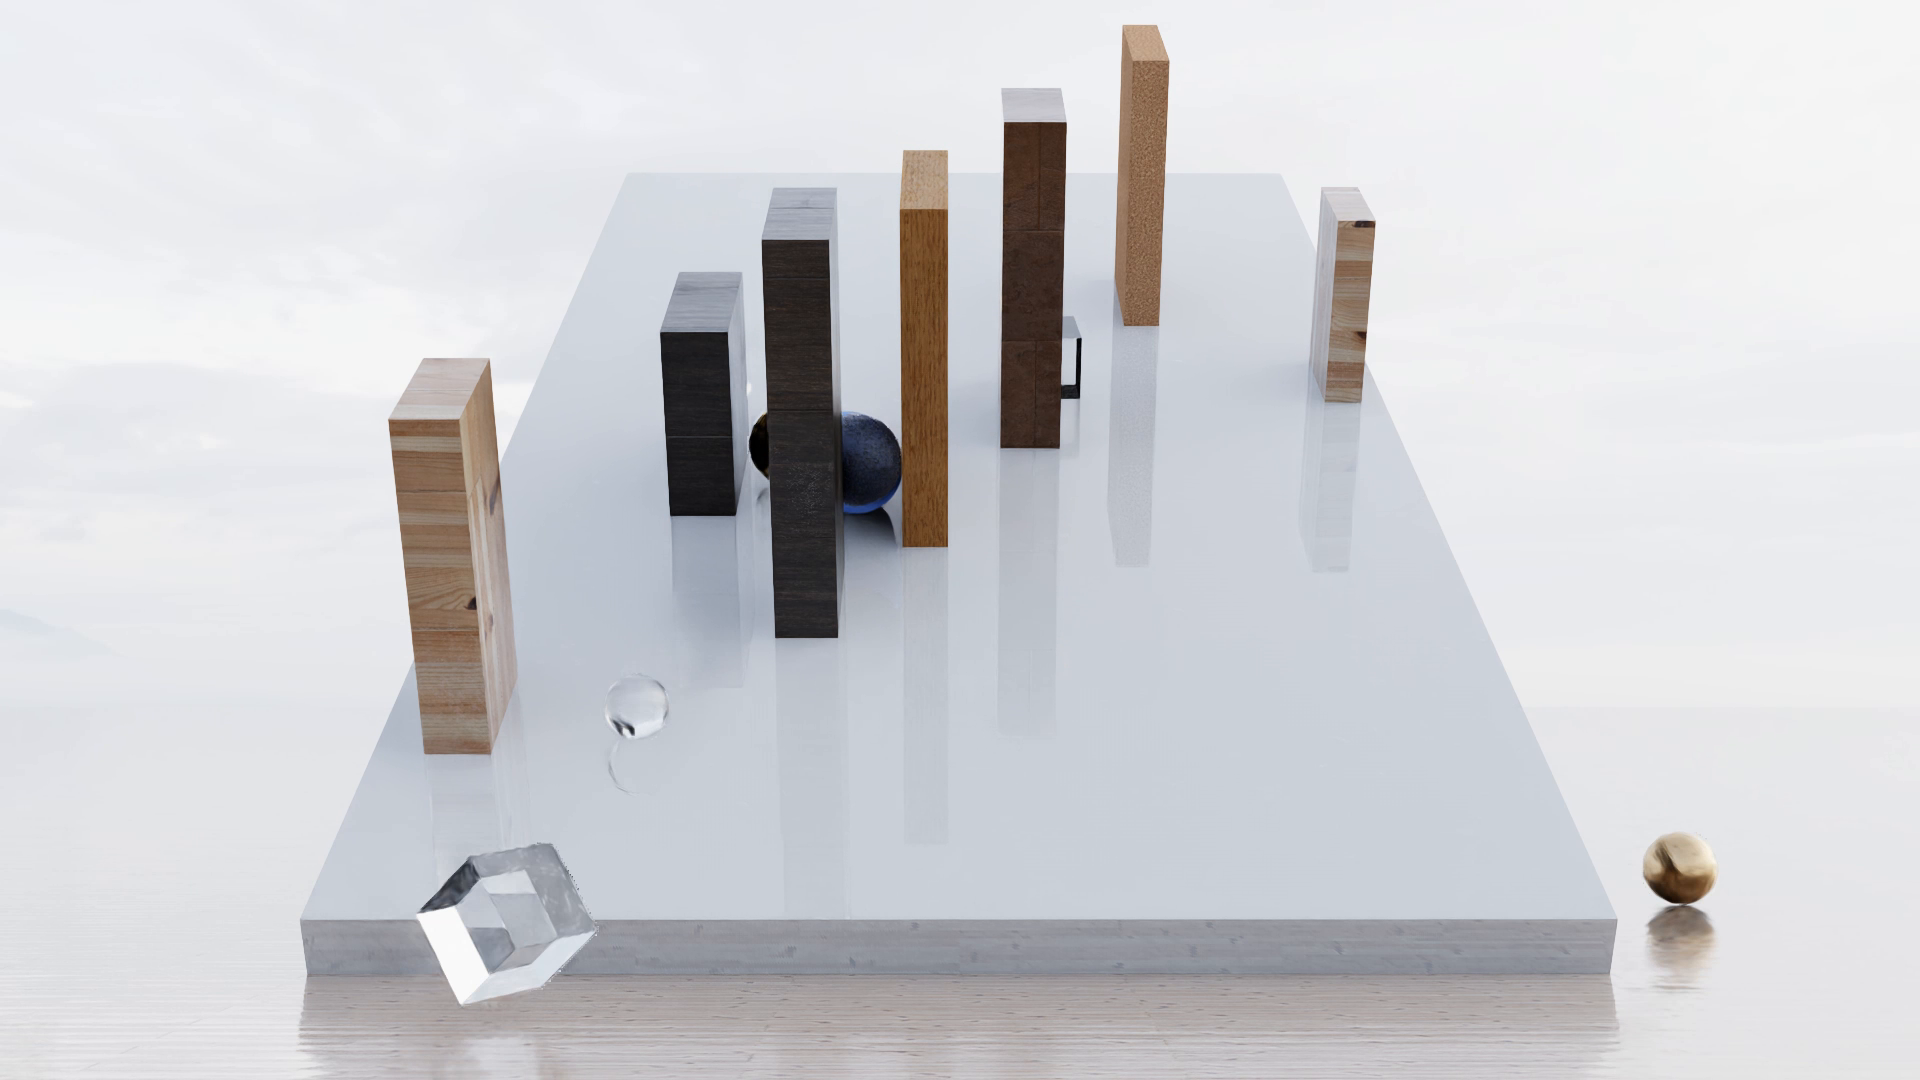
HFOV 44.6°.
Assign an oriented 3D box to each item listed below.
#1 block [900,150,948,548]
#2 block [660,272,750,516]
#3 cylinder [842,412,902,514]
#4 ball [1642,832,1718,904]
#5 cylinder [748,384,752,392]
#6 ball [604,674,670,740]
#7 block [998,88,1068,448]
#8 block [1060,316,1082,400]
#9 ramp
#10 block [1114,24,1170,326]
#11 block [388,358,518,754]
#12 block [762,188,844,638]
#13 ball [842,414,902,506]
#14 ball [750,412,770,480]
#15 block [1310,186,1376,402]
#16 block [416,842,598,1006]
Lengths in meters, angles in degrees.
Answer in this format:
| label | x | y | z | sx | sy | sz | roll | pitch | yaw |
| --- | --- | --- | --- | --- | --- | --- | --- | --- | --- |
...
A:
| label | x | y | z | sx | sy | sz | roll | pitch | yaw |
| --- | --- | --- | --- | --- | --- | --- | --- | --- | --- |
| block | -0.070 | -0.394 | 4.783 | 0.092 | 0.710 | 0.408 | 0 | 25 | 0 |
| block | -0.536 | -0.314 | 4.967 | 0.137 | 0.407 | 0.375 | 0 | 25 | 0 |
| cylinder | -0.223 | -0.162 | 4.857 | 0.187 | 0.187 | 0.187 | 1 | 10 | -9 |
| ball | 1.481 | 0.674 | 4.819 | 0.150 | 0.150 | 0.150 | 0 | -4 | 0 |
| cylinder | -0.555 | -0.335 | 5.236 | 0.127 | 0.127 | 0.127 | 37 | -16 | -15 |
| ball | -0.556 | 0.287 | 4.033 | 0.113 | 0.113 | 0.113 | 0 | -4 | 0 |
| block | 0.156 | -0.600 | 5.188 | 0.133 | 0.740 | 0.288 | 0 | 25 | 0 |
| block | 0.200 | -0.429 | 5.517 | 0.151 | 0.151 | 0.151 | -2 | 25 | -4 |
| ramp | -0.009 | -0.229 | 5.386 | 2.000 | 0.100 | 4.000 | 0 | 25 | 0 |
| block | 0.460 | -0.931 | 5.968 | 0.089 | 0.678 | 0.385 | 0 | 25 | 0 |
| block | -0.856 | 0.028 | 3.991 | 0.113 | 0.616 | 0.278 | 0 | 25 | 0 |
| block | -0.287 | -0.234 | 4.363 | 0.118 | 0.778 | 0.312 | 0 | 25 | 0 |
| ball | -0.208 | -0.160 | 4.669 | 0.185 | 0.185 | 0.185 | 0 | -4 | 0 |
| ball | -0.364 | -0.203 | 5.009 | 0.173 | 0.173 | 0.173 | 0 | -4 | 0 |
| block | 0.894 | -0.576 | 5.493 | 0.086 | 0.441 | 0.264 | 0 | 25 | 0 |
| block | -0.601 | 0.507 | 3.105 | 0.140 | 0.140 | 0.140 | -3 | -36 | -52 |
